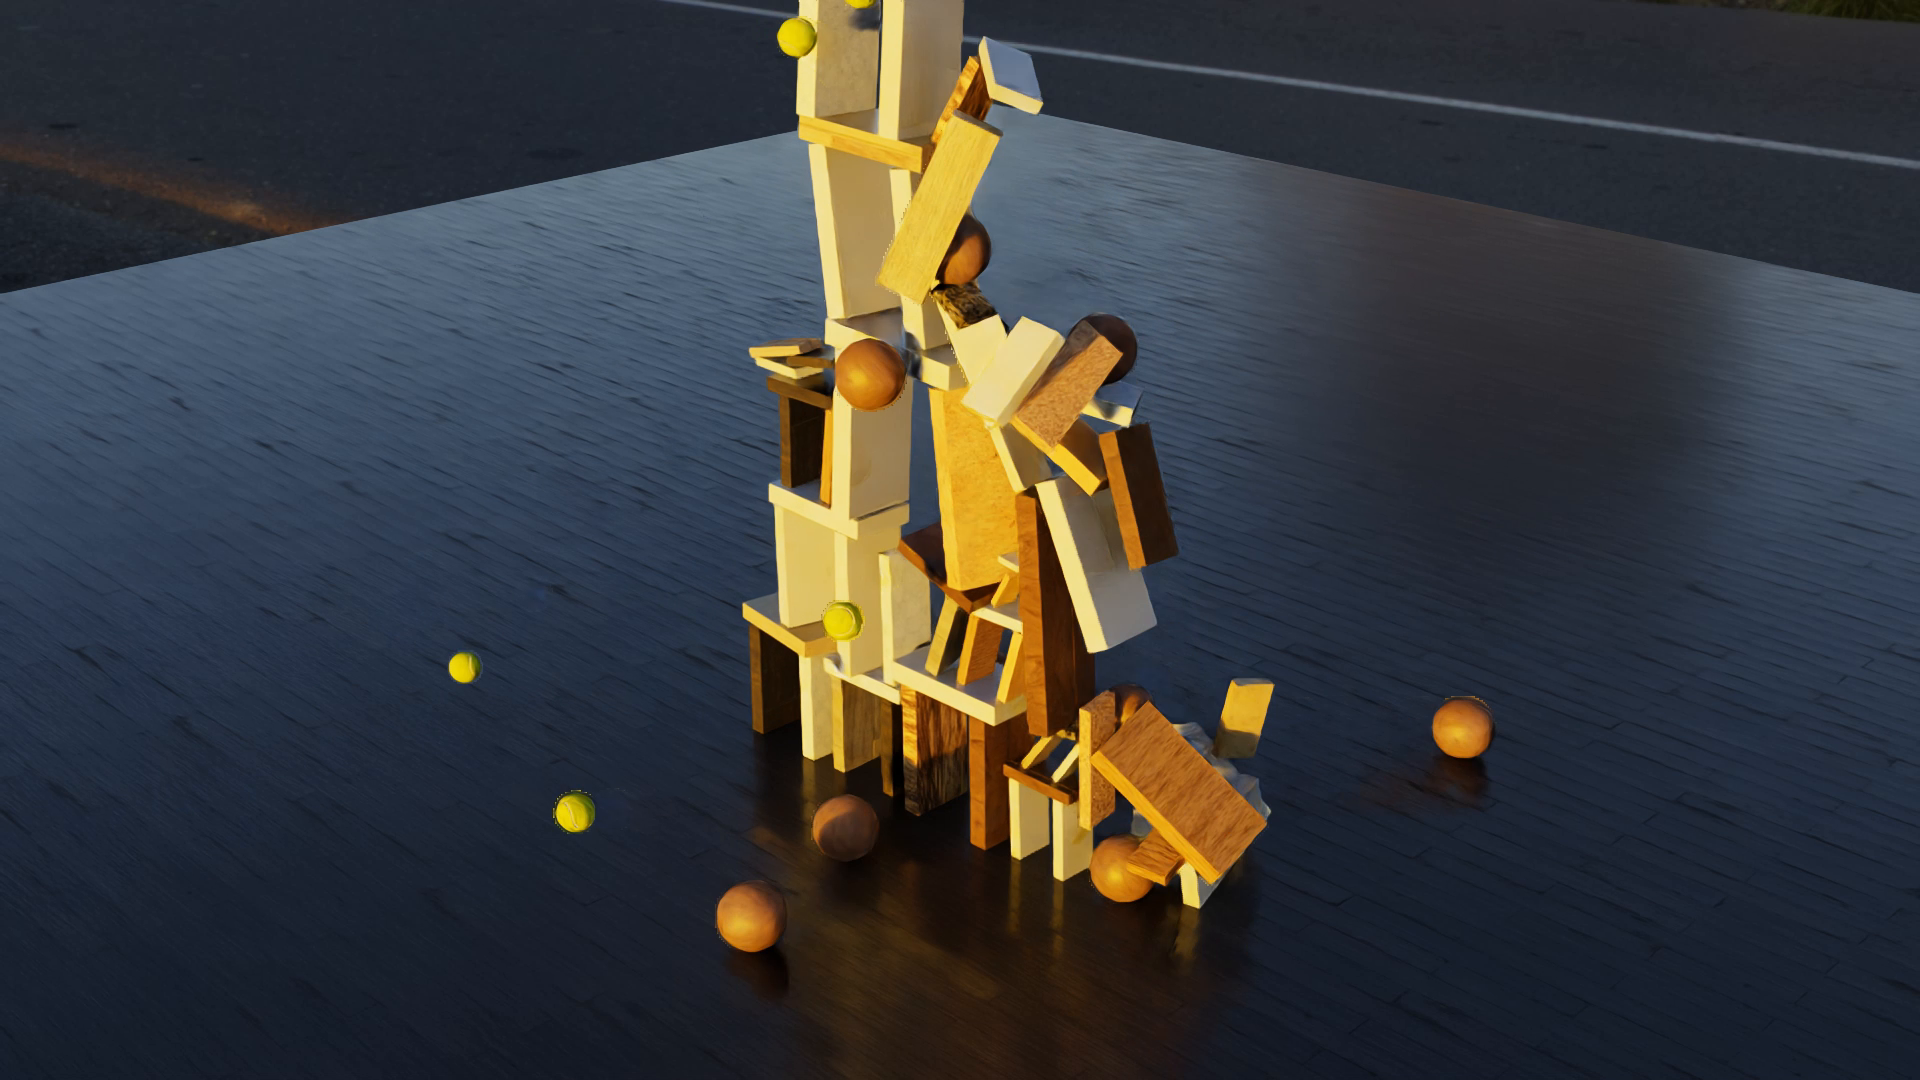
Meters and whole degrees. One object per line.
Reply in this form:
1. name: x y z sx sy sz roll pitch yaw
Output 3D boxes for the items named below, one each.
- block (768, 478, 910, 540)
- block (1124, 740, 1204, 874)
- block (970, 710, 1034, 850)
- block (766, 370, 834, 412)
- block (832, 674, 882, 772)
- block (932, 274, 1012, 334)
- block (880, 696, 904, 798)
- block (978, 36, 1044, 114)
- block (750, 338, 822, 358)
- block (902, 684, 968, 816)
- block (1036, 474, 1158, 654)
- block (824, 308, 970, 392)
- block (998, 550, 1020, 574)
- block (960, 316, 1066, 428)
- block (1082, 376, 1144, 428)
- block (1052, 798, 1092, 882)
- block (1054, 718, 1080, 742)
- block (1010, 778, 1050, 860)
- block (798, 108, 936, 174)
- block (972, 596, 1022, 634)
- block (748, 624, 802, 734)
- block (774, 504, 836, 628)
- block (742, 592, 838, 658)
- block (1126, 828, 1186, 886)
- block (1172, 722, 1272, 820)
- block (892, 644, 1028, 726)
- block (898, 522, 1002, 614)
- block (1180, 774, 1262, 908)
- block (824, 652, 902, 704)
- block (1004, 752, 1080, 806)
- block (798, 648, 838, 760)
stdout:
1. block: -0.245 -0.076 4.446 0.139 0.039 0.277 -20 31 -39
2. block: 0.393 0.511 4.225 0.035 0.250 0.125 22 -18 -36
3. block: 0.084 0.454 4.327 0.040 0.283 0.142 20 30 41
4. block: -0.277 -0.302 4.366 0.203 0.029 0.101 20 31 39
5. block: -0.215 0.367 4.613 0.031 0.221 0.111 21 31 40
6. block: 0.030 -0.399 3.977 0.085 0.024 0.170 -25 74 -46
7. block: -0.110 0.407 4.518 0.111 0.221 0.031 -21 31 -41
8. block: 0.086 -0.799 3.783 0.090 0.025 0.180 17 35 -20
9. block: -0.351 -0.387 4.426 0.136 0.019 0.068 1 18 40
10. block: -0.050 0.402 4.450 0.040 0.283 0.142 20 30 41
11. block: 0.249 0.028 3.987 0.045 0.318 0.159 -14 5 43
12. block: -0.079 -0.365 4.156 0.169 0.048 0.338 -18 31 -42
13. block: 0.116 0.044 4.100 0.046 0.013 0.093 -15 26 -29
14. block: 0.090 -0.286 3.731 0.092 0.026 0.184 30 81 42
15. block: 0.201 -0.275 3.968 0.245 0.035 0.122 18 25 6
16. block: 0.217 0.561 4.221 0.024 0.169 0.085 19 29 42
17. block: 0.210 0.355 4.144 0.112 0.016 0.056 13 25 38
18. block: 0.136 0.530 4.295 0.085 0.169 0.024 -21 28 -41
19. block: -0.128 -0.745 4.073 0.329 0.047 0.165 23 30 40
20. block: 0.102 0.138 4.162 0.162 0.023 0.081 20 30 37
21. block: -0.394 0.284 4.771 0.125 0.250 0.035 -21 31 -41
22. block: -0.311 0.035 4.589 0.139 0.277 0.039 -13 24 -28
23. block: -0.342 0.175 4.661 0.125 0.035 0.250 -16 27 -33
24. block: 0.388 0.566 4.080 0.083 0.023 0.166 18 45 32
25. block: 0.491 0.463 4.328 0.035 0.250 0.125 -50 20 -28
26. block: 0.015 0.278 4.327 0.283 0.040 0.142 21 31 41
27. block: -0.011 0.052 4.206 0.104 0.030 0.209 -24 52 -37
28. block: 0.497 0.571 4.180 0.035 0.125 0.250 16 42 32
29. block: -0.164 0.271 4.515 0.221 0.031 0.111 21 30 40
30. block: 0.174 0.455 4.222 0.085 0.024 0.169 -21 31 -41
31. block: -0.278 0.330 4.661 0.125 0.250 0.035 -21 30 -40
